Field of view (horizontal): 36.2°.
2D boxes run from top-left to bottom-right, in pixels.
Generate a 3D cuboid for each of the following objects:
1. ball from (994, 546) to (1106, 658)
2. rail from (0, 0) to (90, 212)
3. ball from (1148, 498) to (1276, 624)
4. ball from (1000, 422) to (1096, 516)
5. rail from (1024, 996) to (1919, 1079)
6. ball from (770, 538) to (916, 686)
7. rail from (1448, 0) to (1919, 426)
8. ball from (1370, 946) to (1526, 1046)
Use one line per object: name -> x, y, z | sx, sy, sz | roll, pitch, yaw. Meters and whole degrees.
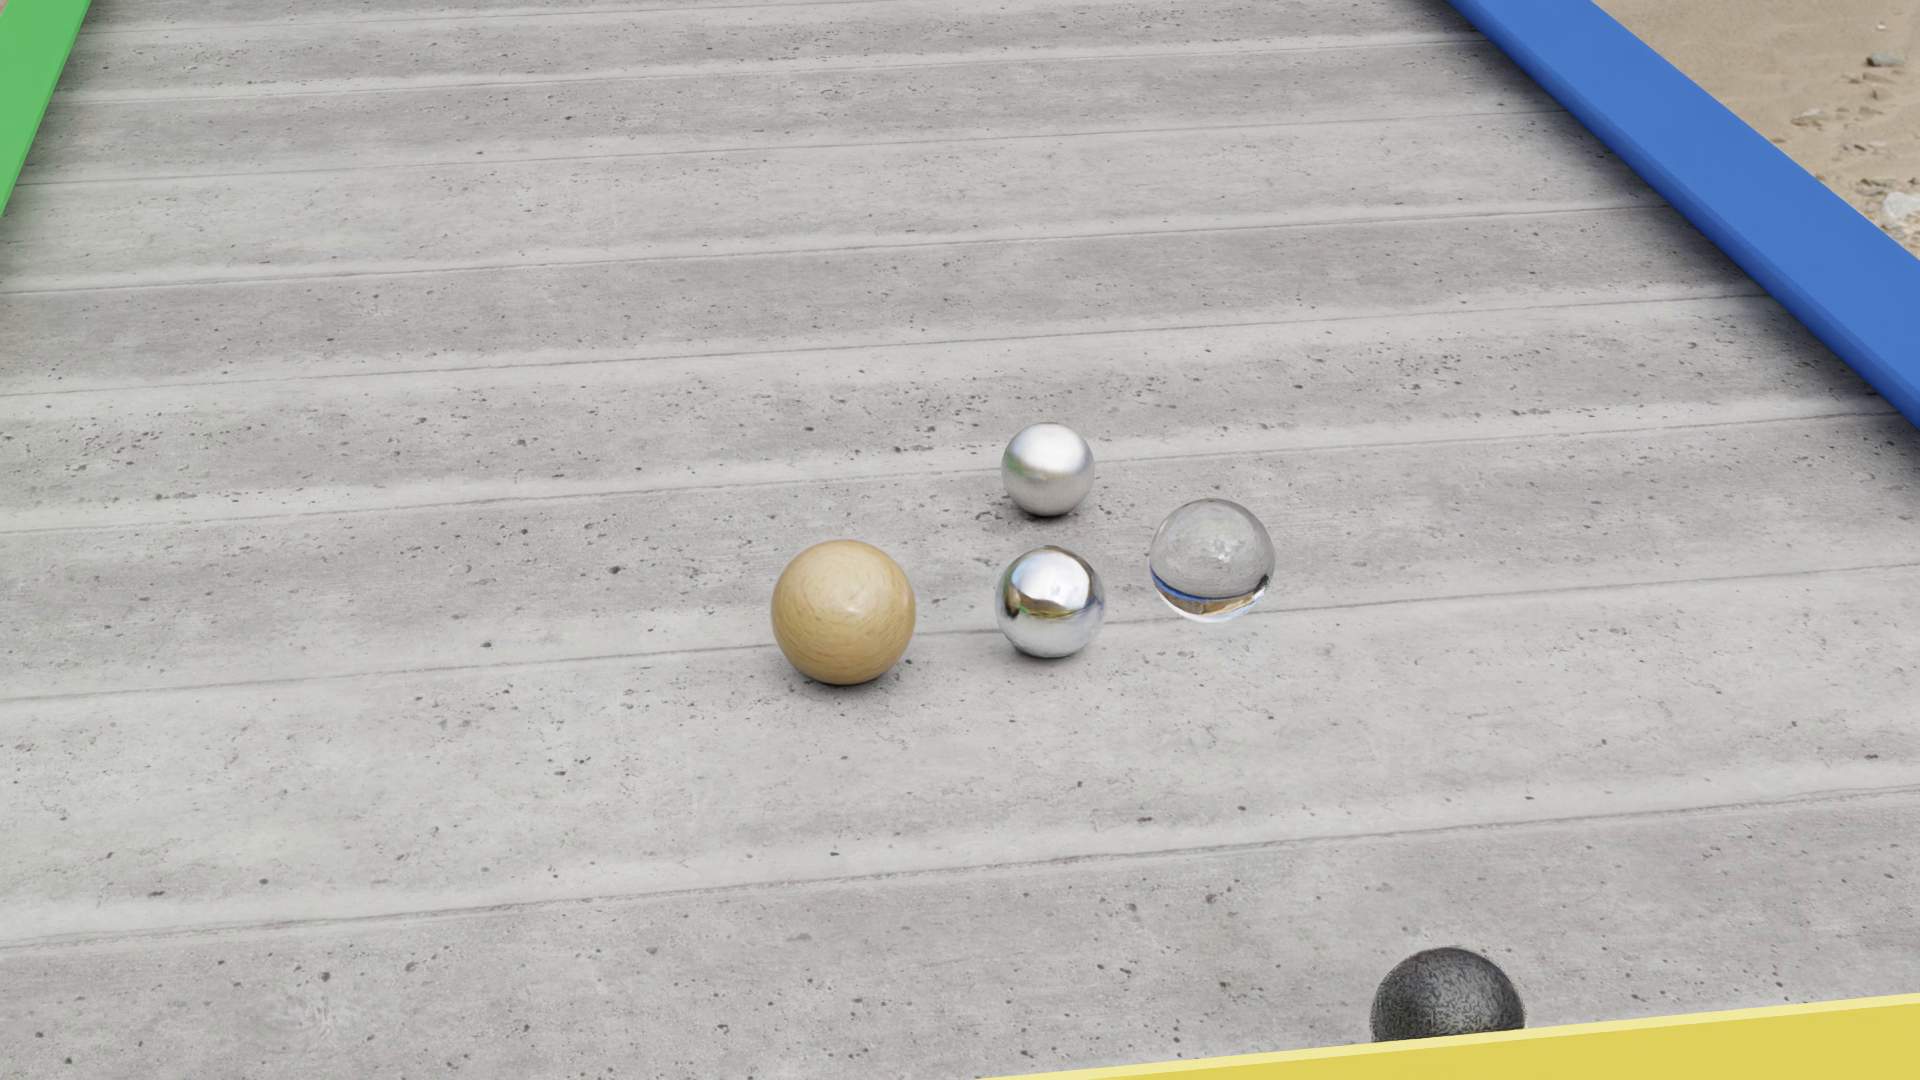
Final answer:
ball -> 0.057, 0.039, 1.863 | 0.071, 0.071, 0.071 | 0, 26, 0
rail -> -0.823, -0.277, 2.456 | 0.045, 0.118, 2.803 | -4, 26, -8
ball -> 0.163, 0.013, 1.904 | 0.081, 0.081, 0.081 | 0, 26, 0
ball -> 0.061, -0.049, 2.051 | 0.066, 0.066, 0.066 | 0, 26, 0
rail -> 0.102, 0.272, 1.329 | 1.499, 0.118, 0.045 | -4, 26, -8
ball -> -0.073, 0.045, 1.829 | 0.091, 0.091, 0.091 | 0, 26, 0
rail -> 0.612, -0.372, 2.652 | 0.045, 0.118, 2.803 | -4, 26, -8
ball -> 0.240, 0.239, 1.448 | 0.076, 0.076, 0.076 | 0, 26, 0
